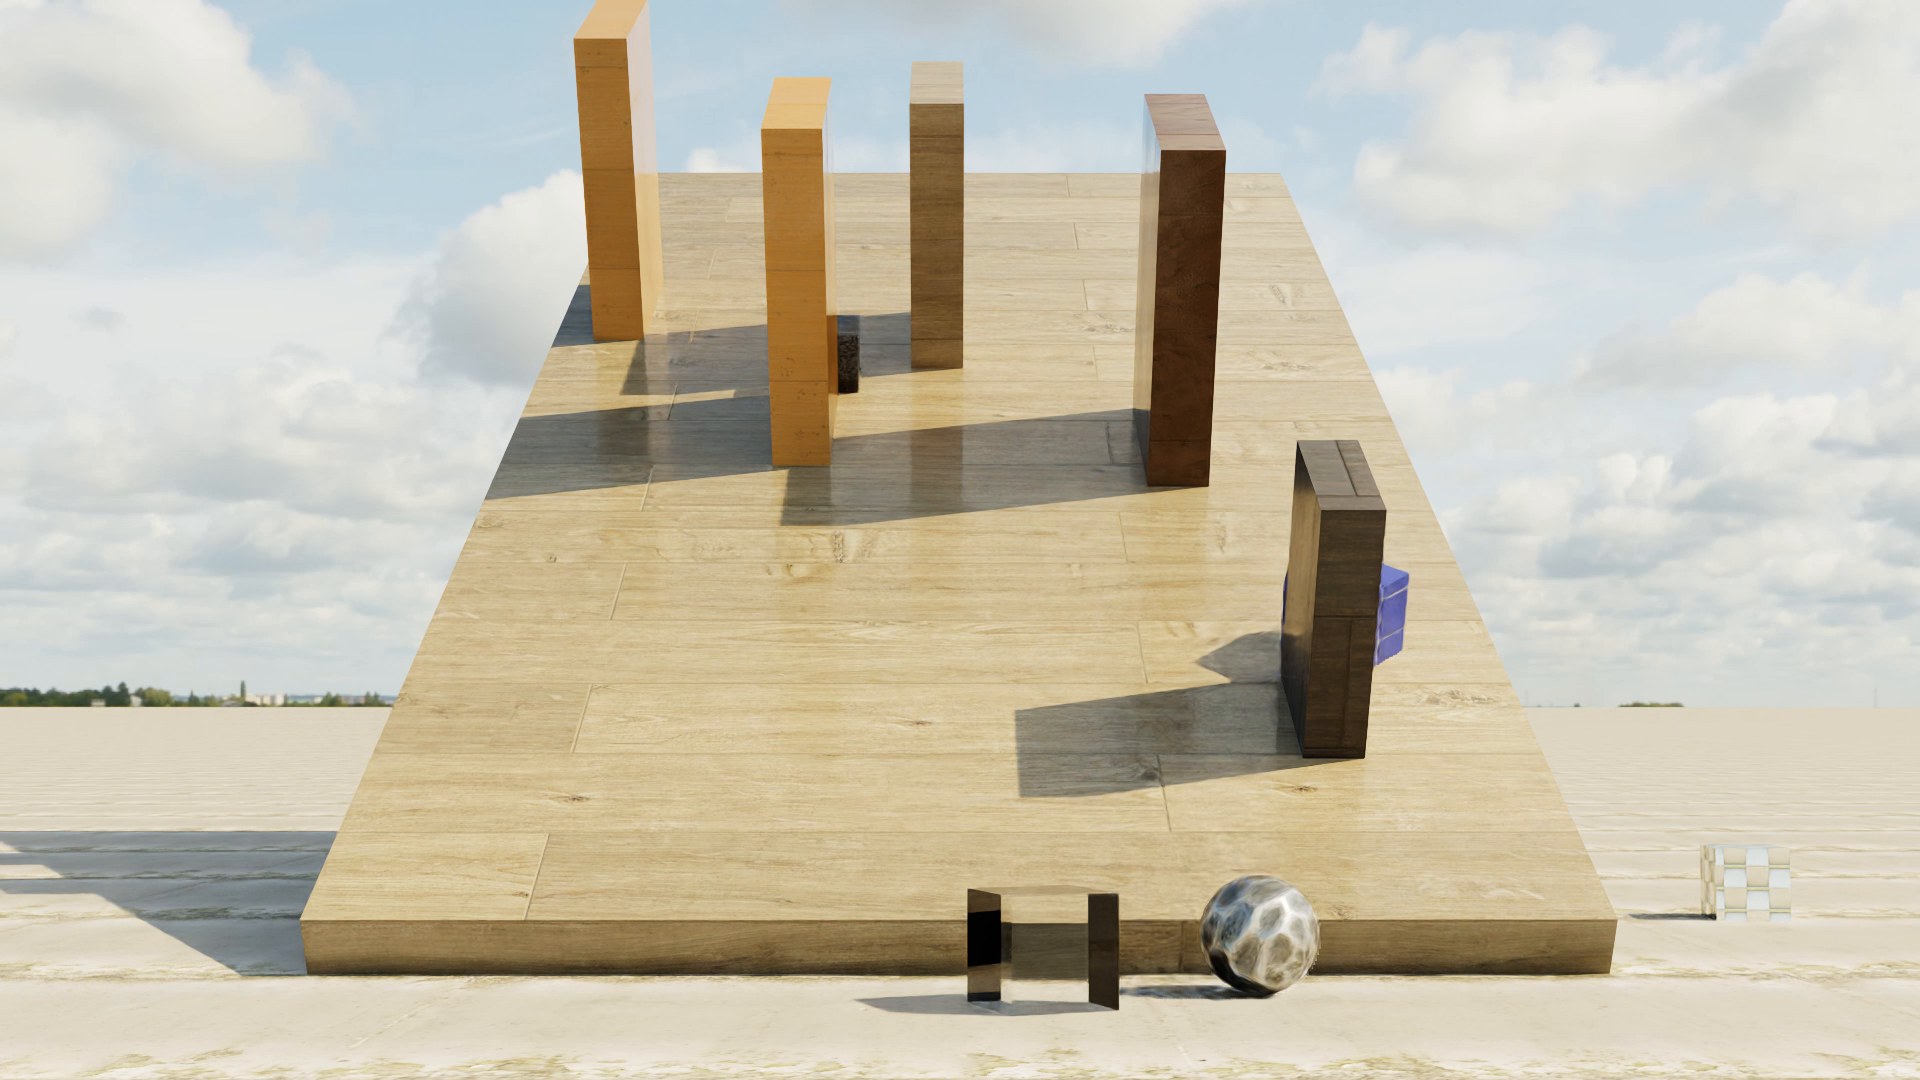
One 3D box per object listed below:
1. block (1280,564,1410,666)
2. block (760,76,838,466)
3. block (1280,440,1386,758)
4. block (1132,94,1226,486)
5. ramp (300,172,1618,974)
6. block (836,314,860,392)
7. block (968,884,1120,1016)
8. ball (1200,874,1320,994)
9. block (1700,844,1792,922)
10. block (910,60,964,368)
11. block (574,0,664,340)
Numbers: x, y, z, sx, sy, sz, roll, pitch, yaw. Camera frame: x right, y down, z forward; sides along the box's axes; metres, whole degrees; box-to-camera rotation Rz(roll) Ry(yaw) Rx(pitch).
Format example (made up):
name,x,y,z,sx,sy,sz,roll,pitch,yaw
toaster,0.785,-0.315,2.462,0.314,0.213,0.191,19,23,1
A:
name,x,y,z,sx,sy,sz,roll,pitch,yaw
block,0.706,0.134,4.312,0.161,0.161,0.161,23,33,39
block,-0.347,-0.595,5.163,0.126,0.752,0.430,0,25,0
block,0.637,0.099,4.027,0.106,0.465,0.295,0,25,0
block,0.468,-0.545,5.074,0.132,0.740,0.449,0,25,0
ramp,-0.009,-0.229,5.387,2.000,0.100,4.000,0,25,0
block,-0.311,-0.442,5.552,0.143,0.143,0.143,0,25,0
block,0.113,0.561,3.222,0.158,0.158,0.158,2,-4,-22
ball,0.428,0.564,3.354,0.170,0.170,0.170,0,-4,0
block,1.518,0.662,4.533,0.138,0.138,0.138,0,-4,5
block,-0.055,-0.796,5.711,0.126,0.650,0.406,0,25,0
block,-0.850,-0.934,5.878,0.125,0.754,0.440,0,25,0
